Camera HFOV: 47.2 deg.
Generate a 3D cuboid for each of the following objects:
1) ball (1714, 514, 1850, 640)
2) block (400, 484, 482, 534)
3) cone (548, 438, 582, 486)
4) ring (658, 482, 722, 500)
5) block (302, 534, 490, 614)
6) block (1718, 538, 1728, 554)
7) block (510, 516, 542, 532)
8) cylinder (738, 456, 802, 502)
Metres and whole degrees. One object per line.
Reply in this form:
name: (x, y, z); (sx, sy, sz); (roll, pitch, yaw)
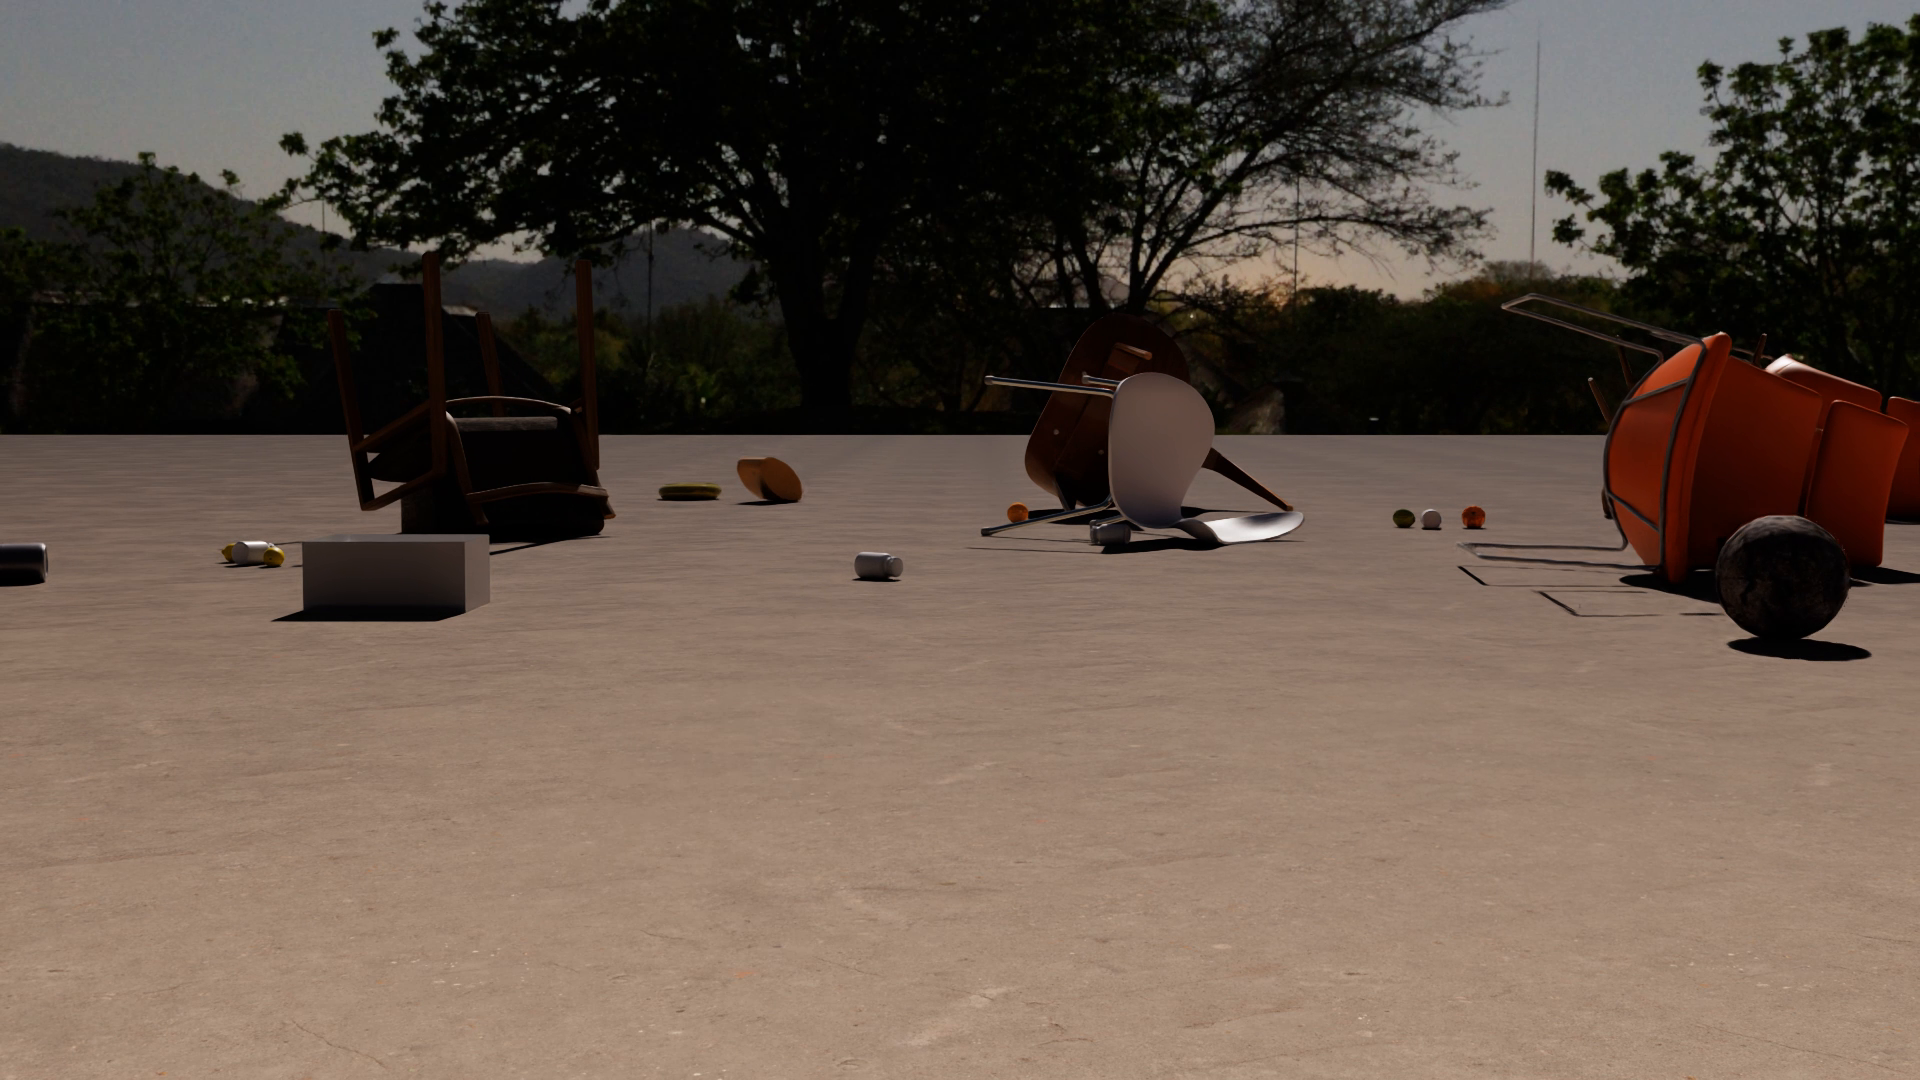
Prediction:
ball: (1.465, 0.067, 3.922); (0.226, 0.226, 0.226); (0, 4, 0)
block: (-1.624, -0.098, 6.890); (0.177, 0.149, 0.176); (3, 5, 41)
cone: (-1.859, -0.305, 10.176); (0.159, 0.251, 0.256); (15, 30, -4)
ring: (-1.103, -0.198, 8.983); (0.257, 0.063, 0.272); (-2, 4, -15)
block: (-1.154, 0.067, 4.518); (0.326, 0.144, 0.223); (0, 4, 1)
block: (1.844, 0.048, 5.142); (0.110, 0.097, 0.101); (0, 4, 0)
block: (-1.371, -0.051, 6.946); (0.054, 0.048, 0.080); (3, 5, 35)
cylinder: (-0.759, -0.243, 8.782); (0.144, 0.128, 0.252); (4, -30, 45)
